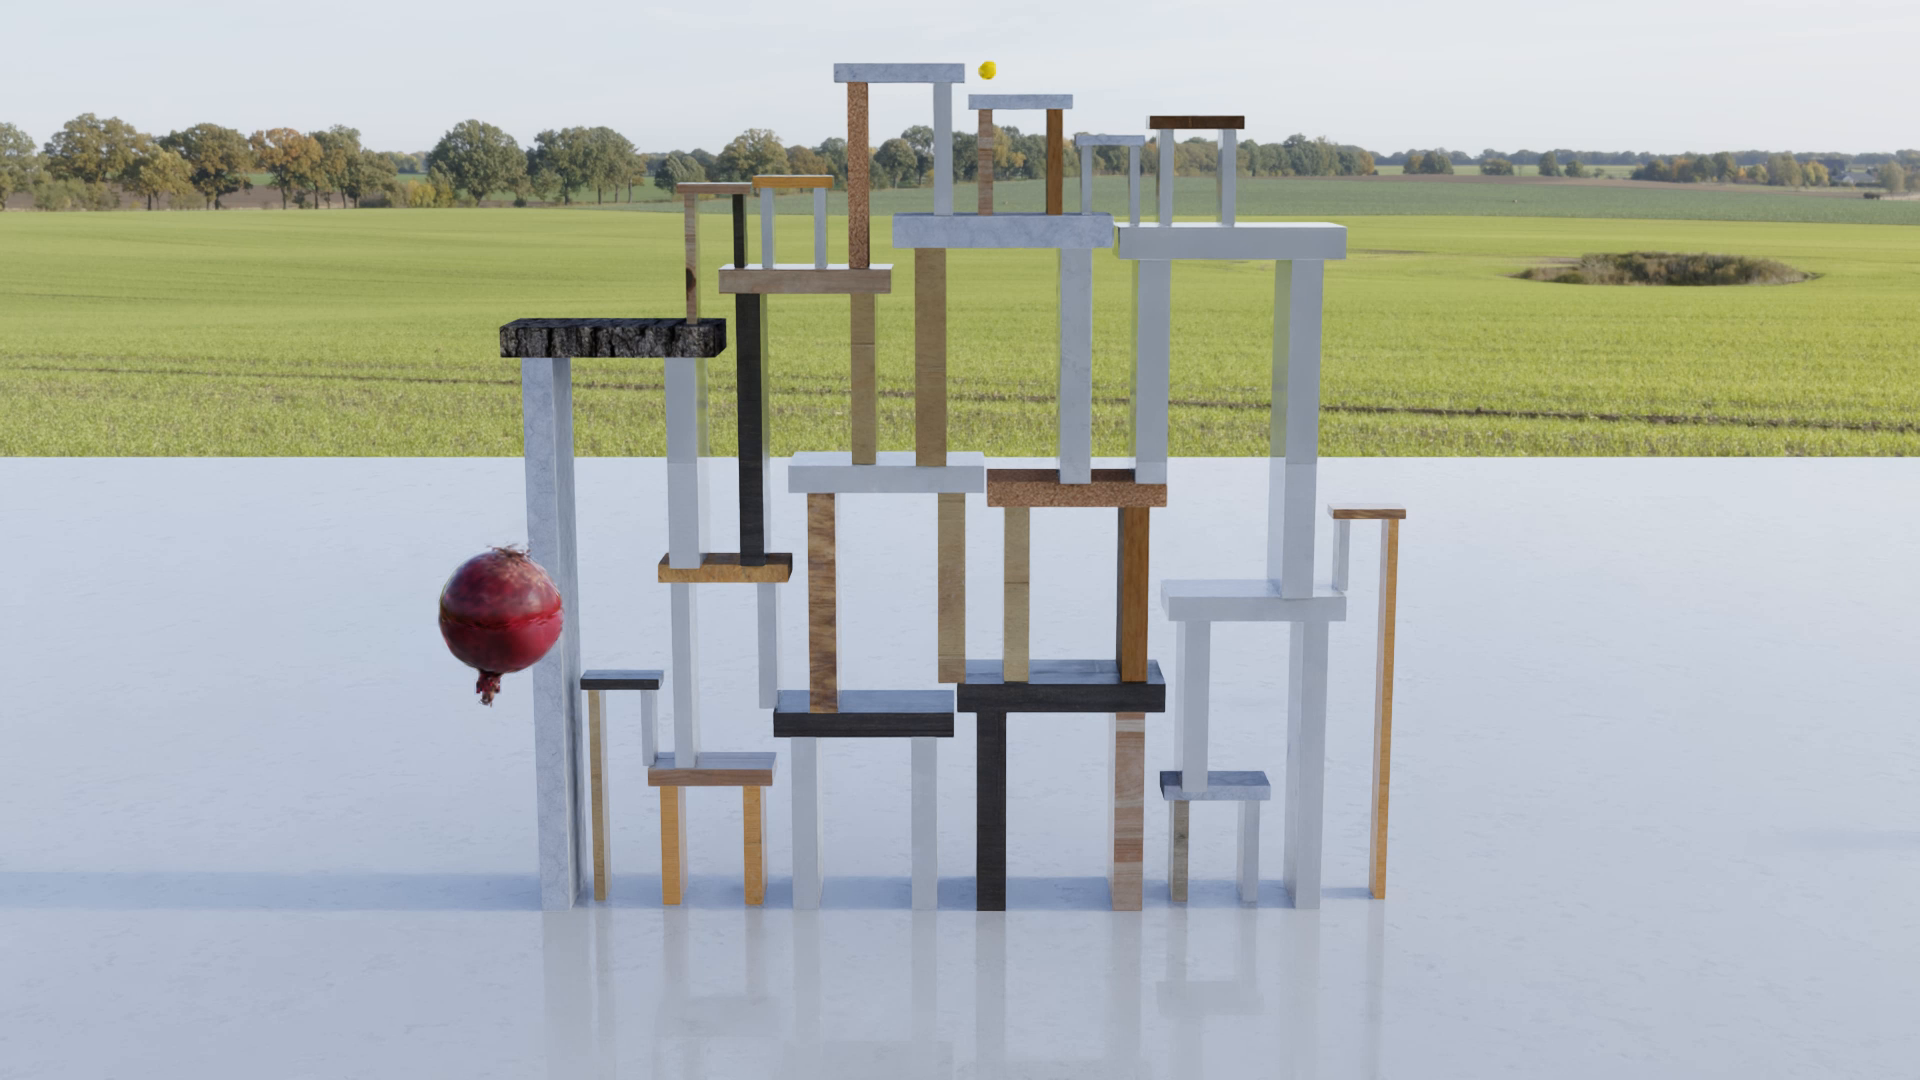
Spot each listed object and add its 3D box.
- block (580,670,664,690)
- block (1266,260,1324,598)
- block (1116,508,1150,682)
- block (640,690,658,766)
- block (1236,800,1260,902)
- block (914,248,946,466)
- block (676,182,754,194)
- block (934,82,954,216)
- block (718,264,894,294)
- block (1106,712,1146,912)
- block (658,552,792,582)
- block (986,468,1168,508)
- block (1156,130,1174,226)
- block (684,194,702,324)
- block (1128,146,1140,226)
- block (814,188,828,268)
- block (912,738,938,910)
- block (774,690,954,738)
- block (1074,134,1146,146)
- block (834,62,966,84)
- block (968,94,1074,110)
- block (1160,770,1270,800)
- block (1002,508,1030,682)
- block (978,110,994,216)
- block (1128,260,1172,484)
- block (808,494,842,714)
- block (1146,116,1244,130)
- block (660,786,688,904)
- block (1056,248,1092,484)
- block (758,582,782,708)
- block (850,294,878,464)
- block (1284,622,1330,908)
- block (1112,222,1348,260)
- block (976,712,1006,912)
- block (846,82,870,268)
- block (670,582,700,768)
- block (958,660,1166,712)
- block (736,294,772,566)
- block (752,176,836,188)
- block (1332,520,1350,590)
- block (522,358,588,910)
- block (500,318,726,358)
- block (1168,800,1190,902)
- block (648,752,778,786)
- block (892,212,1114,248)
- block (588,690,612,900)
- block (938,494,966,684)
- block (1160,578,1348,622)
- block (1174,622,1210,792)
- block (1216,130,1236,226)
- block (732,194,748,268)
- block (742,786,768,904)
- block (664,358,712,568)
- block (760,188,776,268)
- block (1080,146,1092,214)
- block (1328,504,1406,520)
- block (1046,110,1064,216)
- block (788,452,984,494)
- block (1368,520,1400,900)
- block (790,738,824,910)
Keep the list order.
[{"bbox_3d":[-0.552,0.229,3.599,0.128,0.018,0.064,0,11,0],"label":"block"},{"bbox_3d":[0.536,-0.186,3.525,0.050,0.534,0.175,0,11,0],"label":"block"},{"bbox_3d":[0.280,0.075,3.575,0.040,0.284,0.142,0,11,0],"label":"block"},{"bbox_3d":[-0.510,0.300,3.612,0.018,0.128,0.064,0,11,0],"label":"block"},{"bbox_3d":[0.479,0.504,3.658,0.025,0.174,0.087,0,11,0],"label":"block"},{"bbox_3d":[-0.046,-0.298,3.502,0.048,0.340,0.170,0,10,0],"label":"block"},{"bbox_3d":[-0.384,-0.553,3.456,0.114,0.016,0.057,0,11,0],"label":"block"},{"bbox_3d":[-0.026,-0.613,3.450,0.029,0.203,0.101,0,11,0],"label":"block"},{"bbox_3d":[-0.241,-0.414,3.486,0.268,0.038,0.134,0,11,0],"label":"block"},{"bbox_3d":[0.274,0.426,3.639,0.047,0.334,0.167,0,11,0],"label":"block"},{"bbox_3d":[-0.380,0.044,3.570,0.208,0.029,0.104,0,11,0],"label":"block"},{"bbox_3d":[0.186,-0.085,3.546,0.284,0.040,0.142,0,11,0],"label":"block"},{"bbox_3d":[0.321,-0.570,3.456,0.021,0.148,0.074,0,11,1],"label":"block"},{"bbox_3d":[-0.422,-0.445,3.476,0.016,0.203,0.057,0,10,0],"label":"block"},{"bbox_3d":[0.274,-0.559,3.460,0.015,0.124,0.054,-1,11,1],"label":"block"},{"bbox_3d":[-0.219,-0.493,3.464,0.018,0.124,0.062,0,11,0],"label":"block"},{"bbox_3d":[-0.058,0.448,3.640,0.041,0.291,0.145,0,11,0],"label":"block"},{"bbox_3d":[-0.155,0.284,3.609,0.291,0.041,0.145,0,11,0],"label":"block"},{"bbox_3d":[0.234,-0.627,3.447,0.107,0.015,0.054,0,11,-1],"label":"block"},{"bbox_3d":[-0.093,-0.727,3.428,0.203,0.029,0.101,0,10,1],"label":"block"},{"bbox_3d":[0.094,-0.684,3.435,0.162,0.023,0.081,0,11,0],"label":"block"},{"bbox_3d":[0.421,0.406,3.640,0.174,0.025,0.087,0,11,0],"label":"block"},{"bbox_3d":[0.091,0.075,3.576,0.040,0.284,0.142,0,10,0],"label":"block"},{"bbox_3d":[0.040,-0.593,3.453,0.023,0.162,0.081,0,11,0],"label":"block"},{"bbox_3d":[0.302,-0.277,3.510,0.050,0.350,0.175,0,11,1],"label":"block"},{"bbox_3d":[-0.219,0.088,3.574,0.044,0.358,0.154,0,11,0],"label":"block"},{"bbox_3d":[0.368,-0.653,3.442,0.148,0.021,0.074,0,11,0],"label":"block"},{"bbox_3d":[-0.474,0.491,3.648,0.029,0.203,0.101,0,11,0],"label":"block"},{"bbox_3d":[0.181,-0.285,3.504,0.048,0.368,0.170,0,11,0],"label":"block"},{"bbox_3d":[-0.310,0.161,3.591,0.029,0.208,0.104,0,10,0],"label":"block"},{"bbox_3d":[-0.152,-0.264,3.514,0.038,0.268,0.134,0,11,0],"label":"block"},{"bbox_3d":[0.569,0.354,3.622,0.040,0.482,0.142,0,11,0],"label":"block"},{"bbox_3d":[0.421,-0.473,3.472,0.350,0.050,0.175,0,11,0],"label":"block"},{"bbox_3d":[0.051,0.426,3.639,0.047,0.334,0.167,0,11,0],"label":"block"},{"bbox_3d":[-0.159,-0.573,3.458,0.029,0.285,0.101,0,10,0],"label":"block"},{"bbox_3d":[-0.449,0.211,3.600,0.029,0.309,0.104,0,11,0],"label":"block"},{"bbox_3d":[0.162,0.238,3.604,0.334,0.047,0.167,0,11,0],"label":"block"},{"bbox_3d":[-0.331,-0.183,3.529,0.038,0.433,0.134,0,11,0],"label":"block"},{"bbox_3d":[-0.260,-0.563,3.452,0.124,0.018,0.062,0,11,0],"label":"block"},{"bbox_3d":[0.618,0.019,3.565,0.017,0.117,0.058,0,11,0],"label":"block"},{"bbox_3d":[-0.659,0.145,3.587,0.047,0.904,0.167,0,11,0],"label":"block"},{"bbox_3d":[-0.548,-0.322,3.501,0.335,0.047,0.167,0,11,0],"label":"block"},{"bbox_3d":[0.363,0.504,3.658,0.025,0.174,0.087,0,11,0],"label":"block"},{"bbox_3d":[-0.407,0.377,3.627,0.202,0.029,0.101,0,11,0],"label":"block"},{"bbox_3d":[0.067,-0.489,3.466,0.340,0.048,0.170,0,11,0],"label":"block"},{"bbox_3d":[-0.595,0.414,3.634,0.018,0.359,0.064,0,11,0],"label":"block"},{"bbox_3d":[-0.013,0.064,3.570,0.044,0.309,0.154,0,11,0],"label":"block"},{"bbox_3d":[0.474,0.097,3.574,0.283,0.040,0.142,0,11,0],"label":"block"},{"bbox_3d":[0.380,0.256,3.604,0.040,0.284,0.142,0,11,0],"label":"block"},{"bbox_3d":[0.419,-0.570,3.455,0.021,0.148,0.074,0,11,0],"label":"block"},{"bbox_3d":[-0.346,-0.488,3.467,0.016,0.114,0.057,0,11,0],"label":"block"},{"bbox_3d":[-0.339,0.491,3.648,0.029,0.202,0.101,0,11,0],"label":"block"},{"bbox_3d":[-0.436,-0.134,3.536,0.047,0.335,0.167,0,11,0],"label":"block"},{"bbox_3d":[-0.302,-0.493,3.464,0.018,0.124,0.062,0,11,0],"label":"block"},{"bbox_3d":[0.198,-0.567,3.458,0.015,0.107,0.054,0,11,0],"label":"block"},{"bbox_3d":[0.657,-0.047,3.552,0.117,0.017,0.059,0,11,0],"label":"block"},{"bbox_3d":[0.148,-0.594,3.452,0.023,0.162,0.081,0,11,0],"label":"block"},{"bbox_3d":[-0.116,-0.110,3.538,0.309,0.044,0.154,0,11,0],"label":"block"},{"bbox_3d":[0.696,0.276,3.612,0.017,0.639,0.059,0,11,0],"label":"block"},{"bbox_3d":[-0.252,0.448,3.640,0.041,0.291,0.145,0,11,0],"label":"block"}]
